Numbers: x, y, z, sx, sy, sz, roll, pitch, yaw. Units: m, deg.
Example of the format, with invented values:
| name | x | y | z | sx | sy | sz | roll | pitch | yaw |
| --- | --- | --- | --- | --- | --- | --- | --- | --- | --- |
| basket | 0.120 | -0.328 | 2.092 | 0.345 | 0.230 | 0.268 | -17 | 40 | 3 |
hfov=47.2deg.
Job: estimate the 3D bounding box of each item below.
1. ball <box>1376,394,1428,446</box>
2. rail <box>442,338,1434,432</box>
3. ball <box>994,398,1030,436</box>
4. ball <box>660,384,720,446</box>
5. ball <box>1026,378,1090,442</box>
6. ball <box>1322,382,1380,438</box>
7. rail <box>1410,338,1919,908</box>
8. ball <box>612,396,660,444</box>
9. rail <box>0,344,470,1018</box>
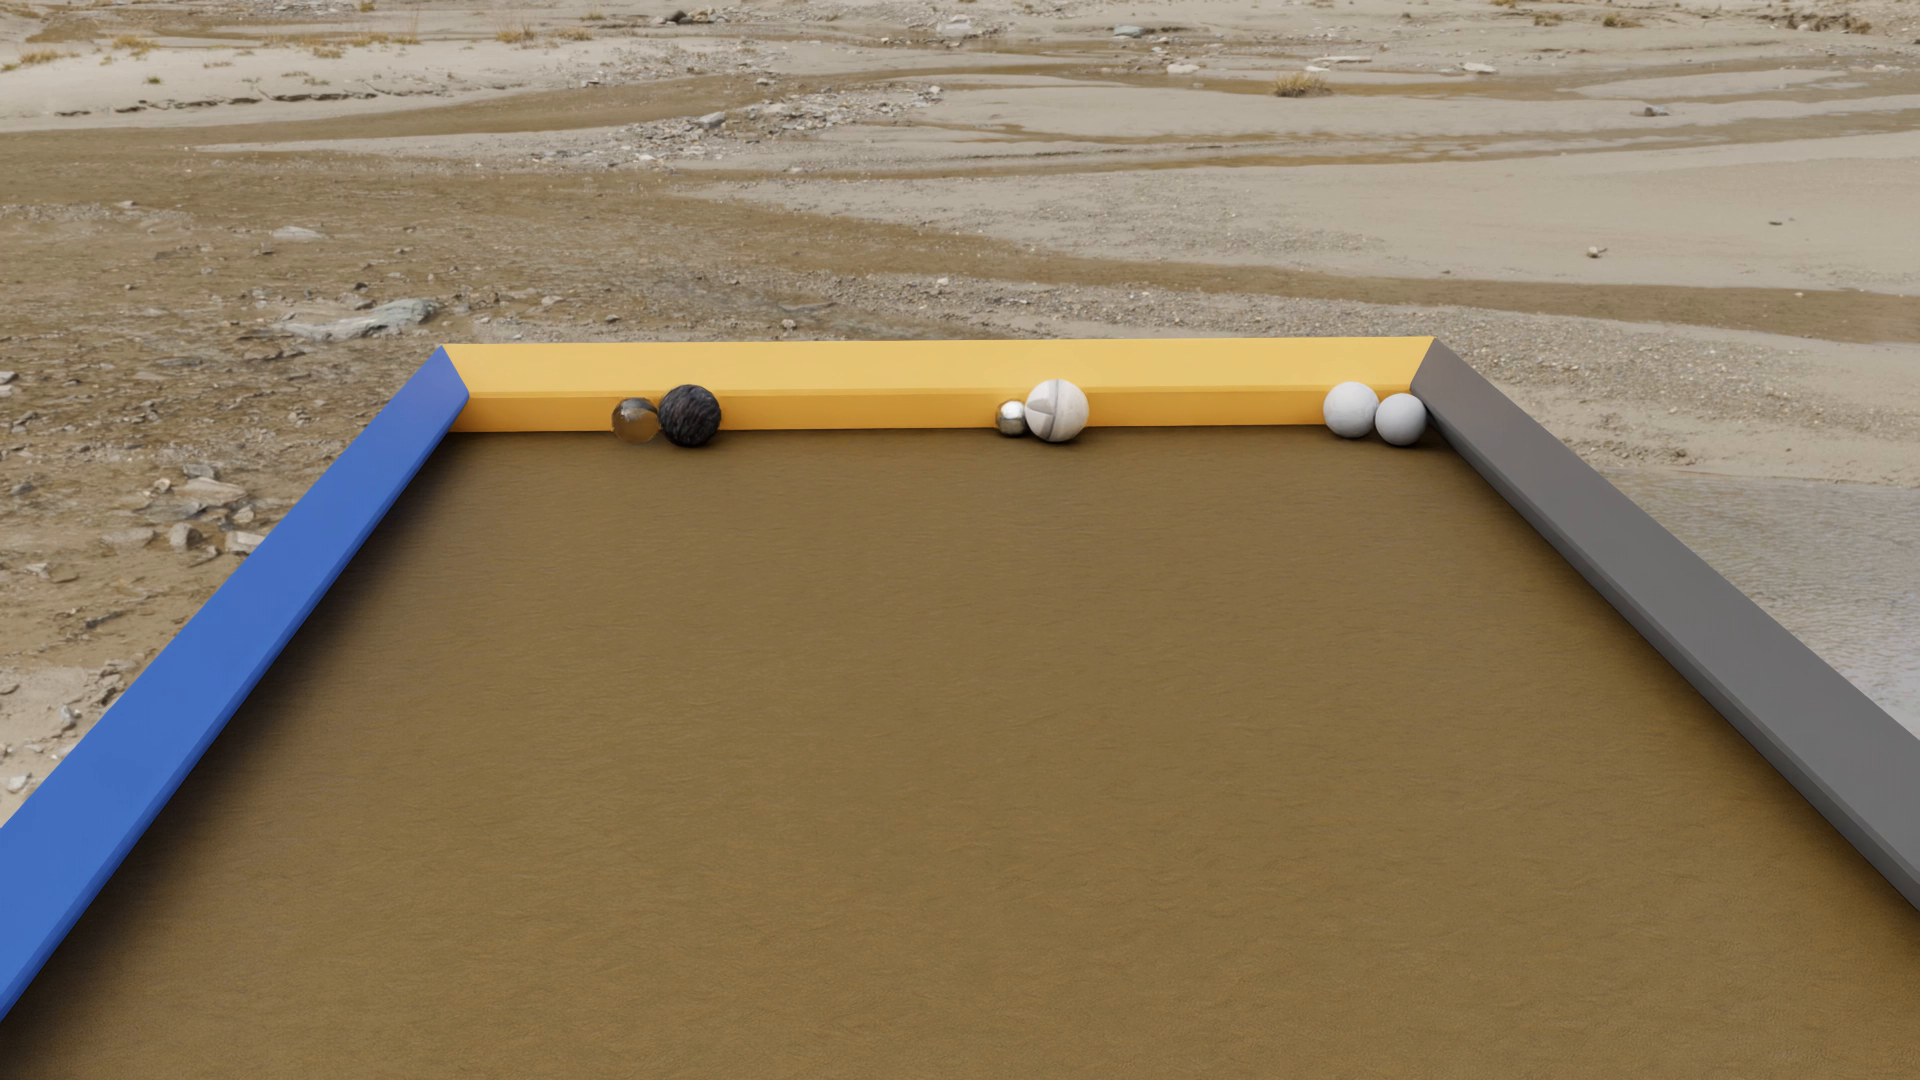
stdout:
| name | x | y | z | sx | sy | sz | roll | pitch | yaw |
| --- | --- | --- | --- | --- | --- | --- | --- | --- | --- |
| ball | 0.634 | -0.173 | 3.156 | 0.076 | 0.076 | 0.076 | 0 | 17 | 0 |
| rail | -0.025 | -0.224 | 3.226 | 1.463 | 0.130 | 0.045 | -1 | 17 | -2 |
| ball | 0.078 | -0.179 | 3.211 | 0.055 | 0.055 | 0.055 | 0 | 17 | 0 |
| ball | -0.387 | -0.180 | 3.156 | 0.088 | 0.088 | 0.088 | 0 | 17 | 0 |
| ball | 0.140 | -0.187 | 3.173 | 0.092 | 0.092 | 0.092 | 0 | 17 | 0 |
| ball | 0.569 | -0.190 | 3.199 | 0.083 | 0.083 | 0.083 | 0 | 17 | 0 |
| rail | 0.734 | 0.171 | 1.933 | 0.045 | 0.130 | 2.807 | -1 | 17 | -2 |
| ball | -0.466 | -0.172 | 3.162 | 0.070 | 0.070 | 0.070 | 0 | 17 | 0 |
| rail | -0.681 | 0.186 | 1.882 | 0.045 | 0.130 | 2.807 | -1 | 17 | -2 |
